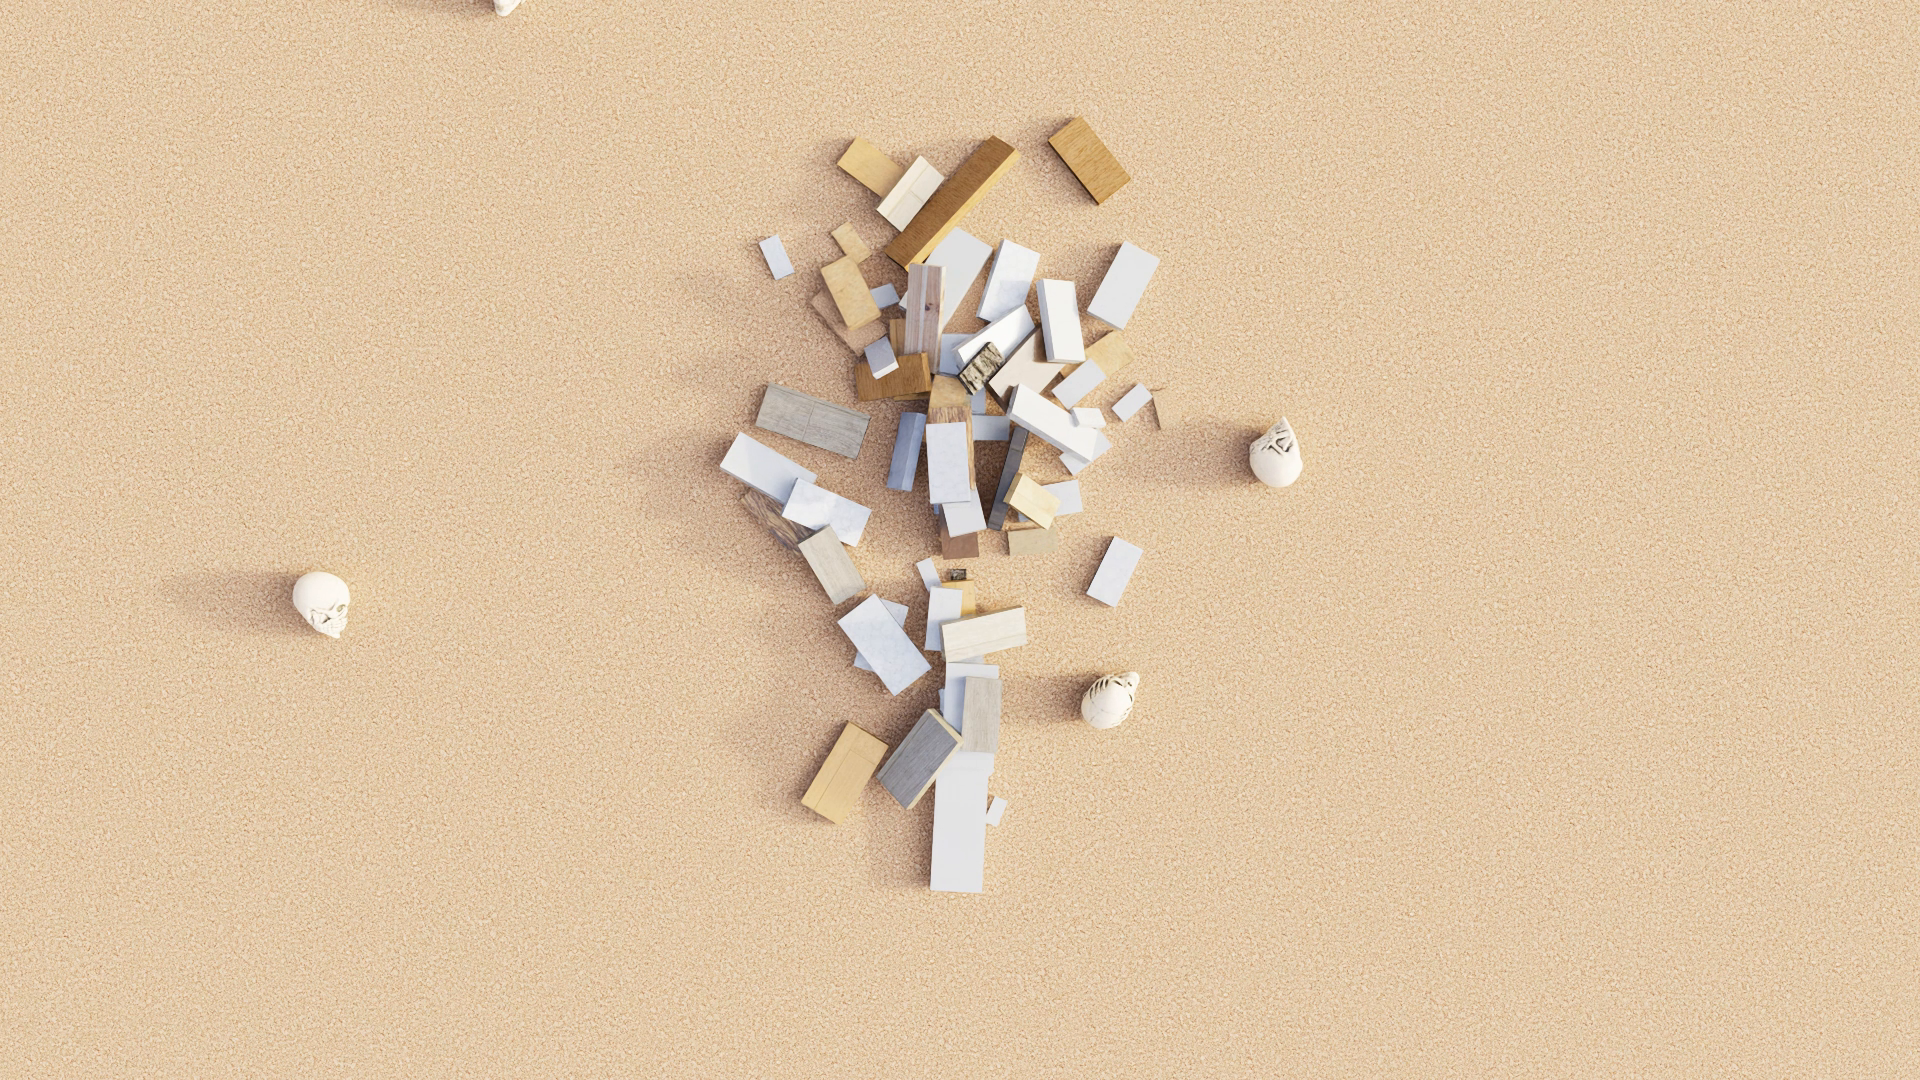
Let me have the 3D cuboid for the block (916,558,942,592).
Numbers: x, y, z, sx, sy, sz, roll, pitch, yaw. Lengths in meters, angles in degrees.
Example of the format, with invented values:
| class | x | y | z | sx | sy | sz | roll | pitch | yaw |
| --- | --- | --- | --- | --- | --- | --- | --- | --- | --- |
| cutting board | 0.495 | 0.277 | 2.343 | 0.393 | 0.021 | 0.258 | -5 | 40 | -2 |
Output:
| class | x | y | z | sx | sy | sz | roll | pitch | yaw |
| --- | --- | --- | --- | --- | --- | --- | --- | --- | --- |
| block | -0.102 | 0.115 | 5.493 | 0.051 | 0.015 | 0.103 | -22 | 90 | 0 |

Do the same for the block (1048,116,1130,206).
| class | x | y | z | sx | sy | sz | roll | pitch | yaw |
| --- | --- | --- | --- | --- | --- | --- | --- | --- | --- |
| block | 0.429 | -1.262 | 5.481 | 0.135 | 0.038 | 0.270 | -39 | 90 | 0 |

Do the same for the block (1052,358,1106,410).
| class | x | y | z | sx | sy | sz | roll | pitch | yaw |
| --- | --- | --- | --- | --- | --- | --- | --- | --- | --- |
| block | 0.393 | -0.516 | 5.455 | 0.168 | 0.024 | 0.084 | -40 | 90 | 0 |

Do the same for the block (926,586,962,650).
| class | x | y | z | sx | sy | sz | roll | pitch | yaw |
| --- | --- | --- | --- | --- | --- | --- | --- | --- | --- |
| block | -0.053 | 0.259 | 5.407 | 0.104 | 0.030 | 0.209 | 5 | 100 | -2 |

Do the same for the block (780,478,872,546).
| class | x | y | z | sx | sy | sz | roll | pitch | yaw |
| --- | --- | --- | --- | --- | --- | --- | --- | --- | --- |
| block | -0.442 | -0.091 | 5.438 | 0.271 | 0.038 | 0.135 | 23 | 90 | -19 |

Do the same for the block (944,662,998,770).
| class | x | y | z | sx | sy | sz | roll | pitch | yaw |
| --- | --- | --- | --- | --- | --- | --- | --- | --- | --- |
| block | 0.033 | 0.574 | 5.399 | 0.171 | 0.048 | 0.341 | 3 | 93 | 1 |

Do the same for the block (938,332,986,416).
| class | x | y | z | sx | sy | sz | roll | pitch | yaw |
| --- | --- | --- | --- | --- | --- | --- | --- | --- | --- |
| block | 0.003 | -0.518 | 5.442 | 0.162 | 0.046 | 0.324 | 0 | 103 | 0 |

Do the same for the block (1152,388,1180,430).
| class | x | y | z | sx | sy | sz | roll | pitch | yaw |
| --- | --- | --- | --- | --- | --- | --- | --- | --- | --- |
| block | 0.685 | -0.436 | 5.491 | 0.064 | 0.018 | 0.128 | -15 | 90 | 0 |

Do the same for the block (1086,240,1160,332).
| class | x | y | z | sx | sy | sz | roll | pitch | yaw |
| --- | --- | --- | --- | --- | --- | --- | --- | --- | --- |
| block | 0.541 | -0.841 | 5.464 | 0.135 | 0.038 | 0.270 | 28 | 83 | 0 |

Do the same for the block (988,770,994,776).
| class | x | y | z | sx | sy | sz | roll | pitch | yaw |
| --- | --- | --- | --- | --- | --- | --- | --- | --- | --- |
| block | 0.068 | 0.749 | 5.493 | 0.046 | 0.013 | 0.092 | -41 | 90 | 0 |

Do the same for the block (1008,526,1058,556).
| class | x | y | z | sx | sy | sz | roll | pitch | yaw |
| --- | --- | --- | --- | --- | --- | --- | --- | --- | --- |
| block | 0.243 | 0.005 | 5.489 | 0.161 | 0.023 | 0.081 | -6 | 90 | 0 |

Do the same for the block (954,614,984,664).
| class | x | y | z | sx | sy | sz | roll | pitch | yaw |
| --- | --- | --- | --- | --- | --- | --- | --- | --- | --- |
| block | 0.016 | 0.356 | 5.459 | 0.104 | 0.030 | 0.209 | -12 | 102 | 2 |

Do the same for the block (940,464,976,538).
| class | x | y | z | sx | sy | sz | roll | pitch | yaw |
| --- | --- | --- | --- | --- | --- | --- | --- | --- | --- |
| block | -0.006 | -0.126 | 5.439 | 0.120 | 0.034 | 0.240 | -2 | 109 | 0 |

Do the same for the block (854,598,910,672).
| class | x | y | z | sx | sy | sz | roll | pitch | yaw |
| --- | --- | --- | --- | --- | --- | --- | --- | --- | --- |
| block | -0.261 | 0.319 | 5.483 | 0.120 | 0.034 | 0.239 | 17 | 90 | 0 |

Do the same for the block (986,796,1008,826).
| class | x | y | z | sx | sy | sz | roll | pitch | yaw |
| --- | --- | --- | --- | --- | --- | --- | --- | --- | --- |
| block | 0.119 | 0.903 | 5.493 | 0.046 | 0.013 | 0.092 | 24 | 90 | 0 |

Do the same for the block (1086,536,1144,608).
| class | x | y | z | sx | sy | sz | roll | pitch | yaw |
| --- | --- | --- | --- | --- | --- | --- | --- | --- | --- |
| block | 0.514 | 0.106 | 5.485 | 0.107 | 0.030 | 0.213 | 26 | 90 | 0 |

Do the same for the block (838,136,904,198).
| class | x | y | z | sx | sy | sz | roll | pitch | yaw |
| --- | --- | --- | --- | --- | --- | --- | --- | --- | --- |
| block | -0.279 | -1.223 | 5.483 | 0.234 | 0.033 | 0.117 | 37 | 90 | 0 |

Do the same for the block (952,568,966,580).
| class | x | y | z | sx | sy | sz | roll | pitch | yaw |
| --- | --- | --- | --- | --- | --- | --- | --- | --- | --- |
| block | -0.003 | 0.147 | 5.493 | 0.051 | 0.015 | 0.103 | -1 | 90 | 0 |

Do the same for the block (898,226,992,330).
| class | x | y | z | sx | sy | sz | roll | pitch | yaw |
| --- | --- | --- | --- | --- | --- | --- | --- | --- | --- |
| block | -0.047 | -0.862 | 5.426 | 0.162 | 0.046 | 0.324 | 31 | 83 | 4 |

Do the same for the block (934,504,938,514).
| class | x | y | z | sx | sy | sz | roll | pitch | yaw |
| --- | --- | --- | --- | --- | --- | --- | --- | --- | --- |
| block | -0.036 | -0.197 | 5.449 | 0.111 | 0.031 | 0.221 | -3 | 109 | 0 |

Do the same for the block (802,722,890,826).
| class | x | y | z | sx | sy | sz | roll | pitch | yaw |
| --- | --- | --- | --- | --- | --- | --- | --- | --- | --- |
| block | -0.381 | 0.775 | 5.478 | 0.154 | 0.044 | 0.309 | 31 | 90 | 0 |

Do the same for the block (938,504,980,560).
| class | x | y | z | sx | sy | sz | roll | pitch | yaw |
| --- | --- | --- | --- | --- | --- | --- | --- | --- | --- |
| block | -0.006 | -0.057 | 5.427 | 0.120 | 0.034 | 0.240 | -5 | 109 | 1 |

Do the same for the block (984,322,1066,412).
| class | x | y | z | sx | sy | sz | roll | pitch | yaw |
| --- | --- | --- | --- | --- | --- | --- | --- | --- | --- |
| block | 0.222 | -0.557 | 5.400 | 0.304 | 0.043 | 0.152 | -48 | 112 | -21 |

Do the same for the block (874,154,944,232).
| class | x | y | z | sx | sy | sz | roll | pitch | yaw |
| --- | --- | --- | --- | --- | --- | --- | --- | --- | --- |
| block | -0.168 | -1.147 | 5.457 | 0.115 | 0.033 | 0.230 | 39 | 89 | -28 |

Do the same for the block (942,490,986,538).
| class | x | y | z | sx | sy | sz | roll | pitch | yaw |
| --- | --- | --- | --- | --- | --- | --- | --- | --- | --- |
| block | -0.001 | -0.139 | 5.351 | 0.120 | 0.034 | 0.240 | -14 | 83 | -1 |

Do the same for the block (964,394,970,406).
| class | x | y | z | sx | sy | sz | roll | pitch | yaw |
| --- | --- | --- | --- | --- | --- | --- | --- | --- | --- |
| block | -0.015 | -0.369 | 5.436 | 0.111 | 0.031 | 0.221 | -4 | 102 | 1 |

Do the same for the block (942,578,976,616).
| class | x | y | z | sx | sy | sz | roll | pitch | yaw |
| --- | --- | --- | --- | --- | --- | --- | --- | --- | --- |
| block | 0.000 | 0.237 | 5.464 | 0.104 | 0.030 | 0.209 | -5 | 102 | 0 |

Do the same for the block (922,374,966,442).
| class | x | y | z | sx | sy | sz | roll | pitch | yaw |
| --- | --- | --- | --- | --- | --- | --- | --- | --- | --- |
| block | -0.048 | -0.421 | 5.387 | 0.111 | 0.031 | 0.221 | 11 | 97 | -1 |

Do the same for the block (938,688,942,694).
| class | x | y | z | sx | sy | sz | roll | pitch | yaw |
| --- | --- | --- | --- | --- | --- | --- | --- | --- | --- |
| block | -0.037 | 0.538 | 5.478 | 0.049 | 0.014 | 0.097 | -14 | 92 | 2 |

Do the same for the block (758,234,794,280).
| class | x | y | z | sx | sy | sz | roll | pitch | yaw |
| --- | --- | --- | --- | --- | --- | --- | --- | --- | --- |
| block | -0.609 | -0.940 | 5.490 | 0.068 | 0.019 | 0.137 | -25 | 90 | 0 |

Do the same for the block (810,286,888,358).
| class | x | y | z | sx | sy | sz | roll | pitch | yaw |
| --- | --- | --- | --- | --- | --- | --- | --- | --- | --- |
| block | -0.370 | -0.739 | 5.482 | 0.124 | 0.035 | 0.248 | -42 | 90 | 0 |

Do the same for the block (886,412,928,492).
| class | x | y | z | sx | sy | sz | roll | pitch | yaw |
| --- | --- | --- | --- | --- | --- | --- | --- | --- | --- |
| block | -0.176 | -0.292 | 5.435 | 0.036 | 0.128 | 0.256 | 12 | 90 | -26 |

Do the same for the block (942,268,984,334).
| class | x | y | z | sx | sy | sz | roll | pitch | yaw |
| --- | --- | --- | --- | --- | --- | --- | --- | --- | --- |
| block | -0.001 | -0.734 | 5.477 | 0.162 | 0.046 | 0.324 | 0 | 90 | 0 |
